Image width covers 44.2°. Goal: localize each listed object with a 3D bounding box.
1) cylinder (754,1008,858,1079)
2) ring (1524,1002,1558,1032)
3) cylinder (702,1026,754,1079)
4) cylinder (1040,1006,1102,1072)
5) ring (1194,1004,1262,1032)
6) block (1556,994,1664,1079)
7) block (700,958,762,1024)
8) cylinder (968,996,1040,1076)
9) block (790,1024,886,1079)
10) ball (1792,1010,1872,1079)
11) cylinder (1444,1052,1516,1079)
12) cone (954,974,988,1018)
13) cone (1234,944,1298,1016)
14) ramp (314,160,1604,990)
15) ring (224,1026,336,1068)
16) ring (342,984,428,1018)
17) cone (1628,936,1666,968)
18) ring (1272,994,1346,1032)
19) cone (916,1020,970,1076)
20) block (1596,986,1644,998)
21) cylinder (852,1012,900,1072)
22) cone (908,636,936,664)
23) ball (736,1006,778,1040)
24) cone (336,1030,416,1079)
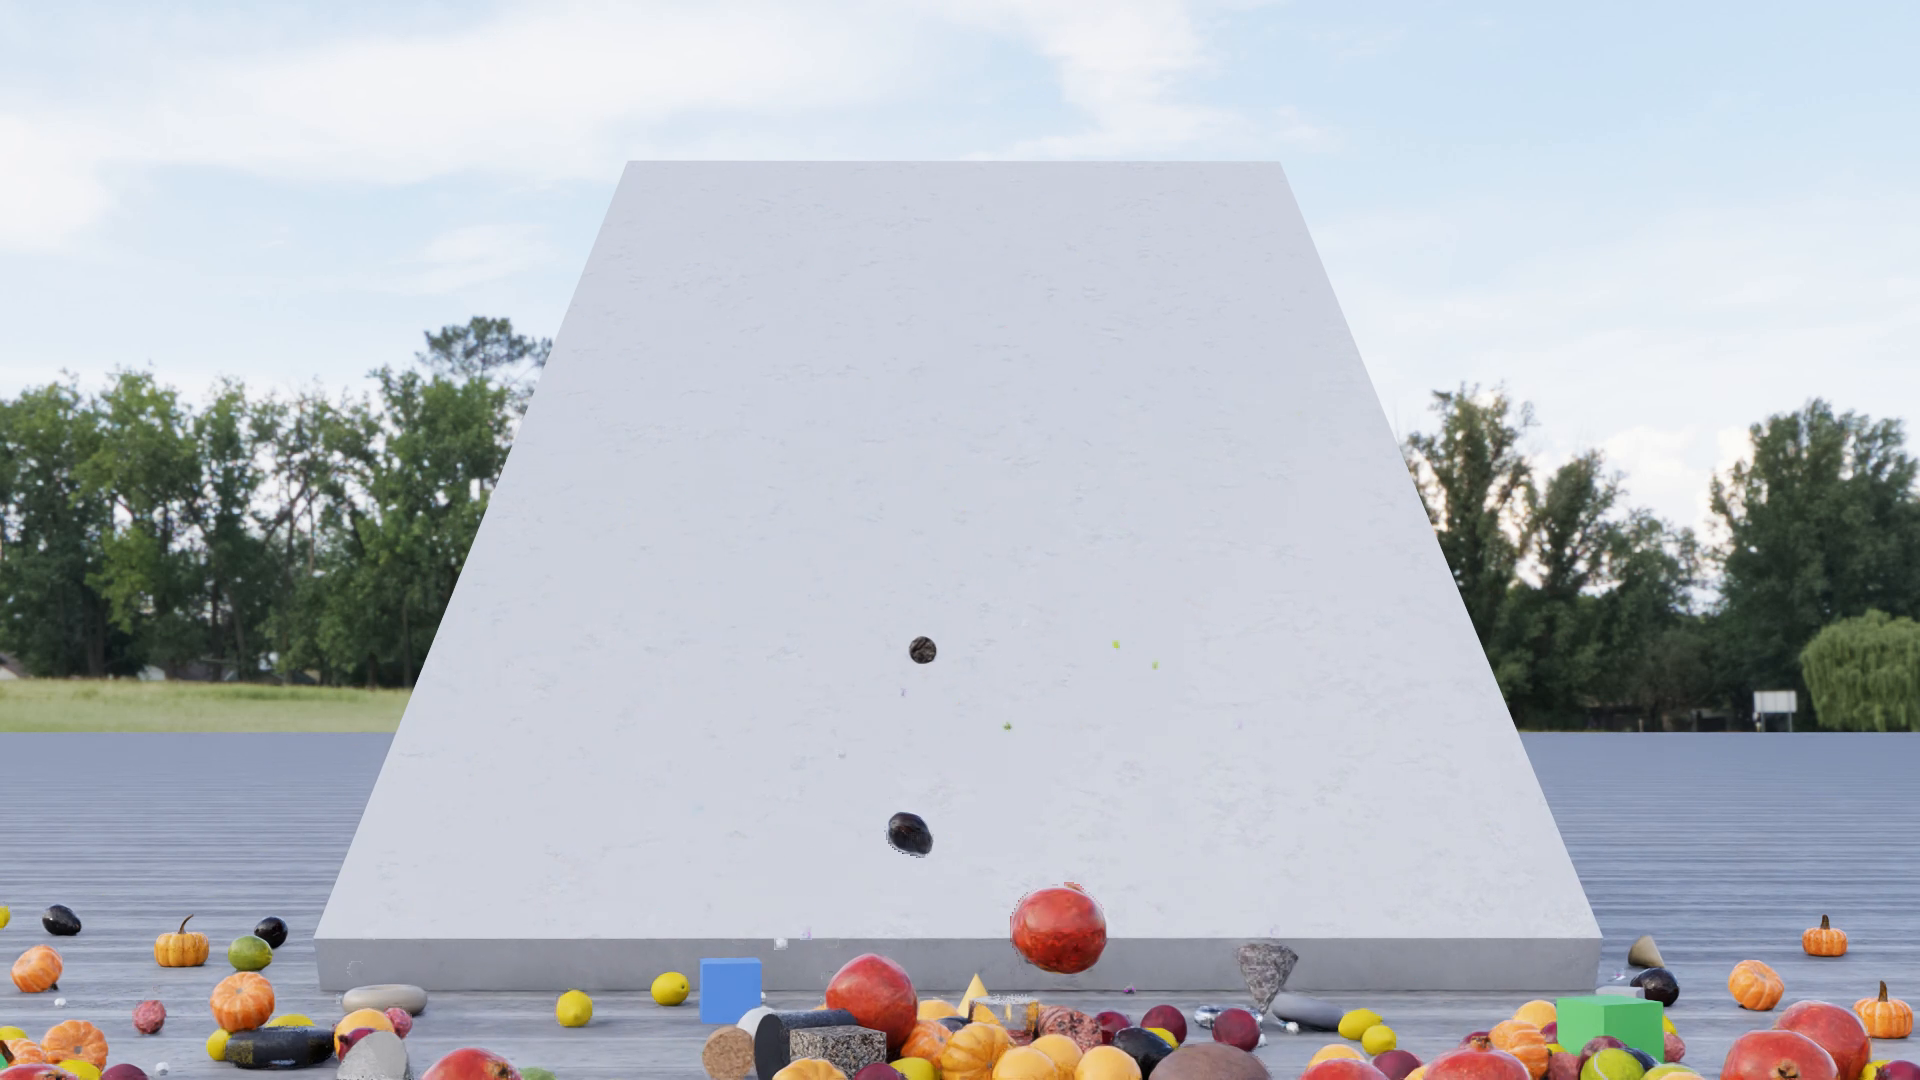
[{"bbox_3d":[-0.172,0.580,2.678,0.091,0.091,0.091,3,-5,-30],"label":"cylinder"},{"bbox_3d":[0.823,0.654,3.233,0.098,0.033,0.098,-1,-5,0],"label":"ring"},{"bbox_3d":[-0.270,0.604,2.770,0.059,0.059,0.059,0,-4,-1],"label":"cylinder"},{"bbox_3d":[0.128,0.605,2.866,0.072,0.072,0.072,1,-5,-12],"label":"cylinder"},{"bbox_3d":[0.368,0.655,3.242,0.093,0.031,0.093,1,-5,0],"label":"ring"},{"bbox_3d":[0.777,0.594,2.822,0.087,0.087,0.087,2,-5,-24],"label":"block"},{"bbox_3d":[-0.325,0.637,3.344,0.082,0.082,0.082,1,-5,-9],"label":"block"},{"bbox_3d":[0.053,0.596,2.841,0.085,0.085,0.085,0,-5,0],"label":"cylinder"},{"bbox_3d":[-0.135,0.580,2.601,0.079,0.079,0.079,3,-5,-30],"label":"block"},{"bbox_3d":[1.006,0.586,2.725,0.087,0.087,0.087,0,-5,0],"label":"ball"},{"bbox_3d":[0.566,0.590,2.577,0.055,0.055,0.055,4,-6,-41],"label":"cylinder"},{"bbox_3d":[0.023,0.650,3.379,0.063,0.063,0.063,0,-5,0],"label":"cone"},{"bbox_3d":[0.437,0.641,3.391,0.092,0.092,0.092,5,-30,3],"label":"cone"},{"bbox_3d":[-0.010,-0.228,5.476,2.000,0.100,4.000,0,26,0],"label":"ramp"},{"bbox_3d":[-0.833,0.621,2.898,0.131,0.044,0.131,-2,-8,0],"label":"ring"},{"bbox_3d":[-0.826,0.662,3.393,0.120,0.040,0.120,-1,-5,0],"label":"ring"},{"bbox_3d":[1.190,0.721,4.055,0.060,0.060,0.060,3,21,-38],"label":"cone"},{"bbox_3d":[0.475,0.645,3.222,0.103,0.034,0.103,14,-13,3],"label":"ring"},{"bbox_3d":[-0.007,0.623,2.842,0.071,0.071,0.071,-2,-32,26],"label":"cone"},{"bbox_3d":[0.908,0.643,3.246,0.054,0.054,0.054,-2,-5,28],"label":"block"},{"bbox_3d":[-0.119,0.606,2.853,0.068,0.068,0.068,-2,-5,27],"label":"cylinder"},{"bbox_3d":[-0.070,0.207,4.461,0.053,0.053,0.053,0,2,0],"label":"cone"},{"bbox_3d":[-0.244,0.611,2.920,0.067,0.067,0.067,0,-5,0],"label":"ball"},{"bbox_3d":[-0.616,0.598,2.586,0.093,0.093,0.093,-2,-32,29],"label":"cone"}]
